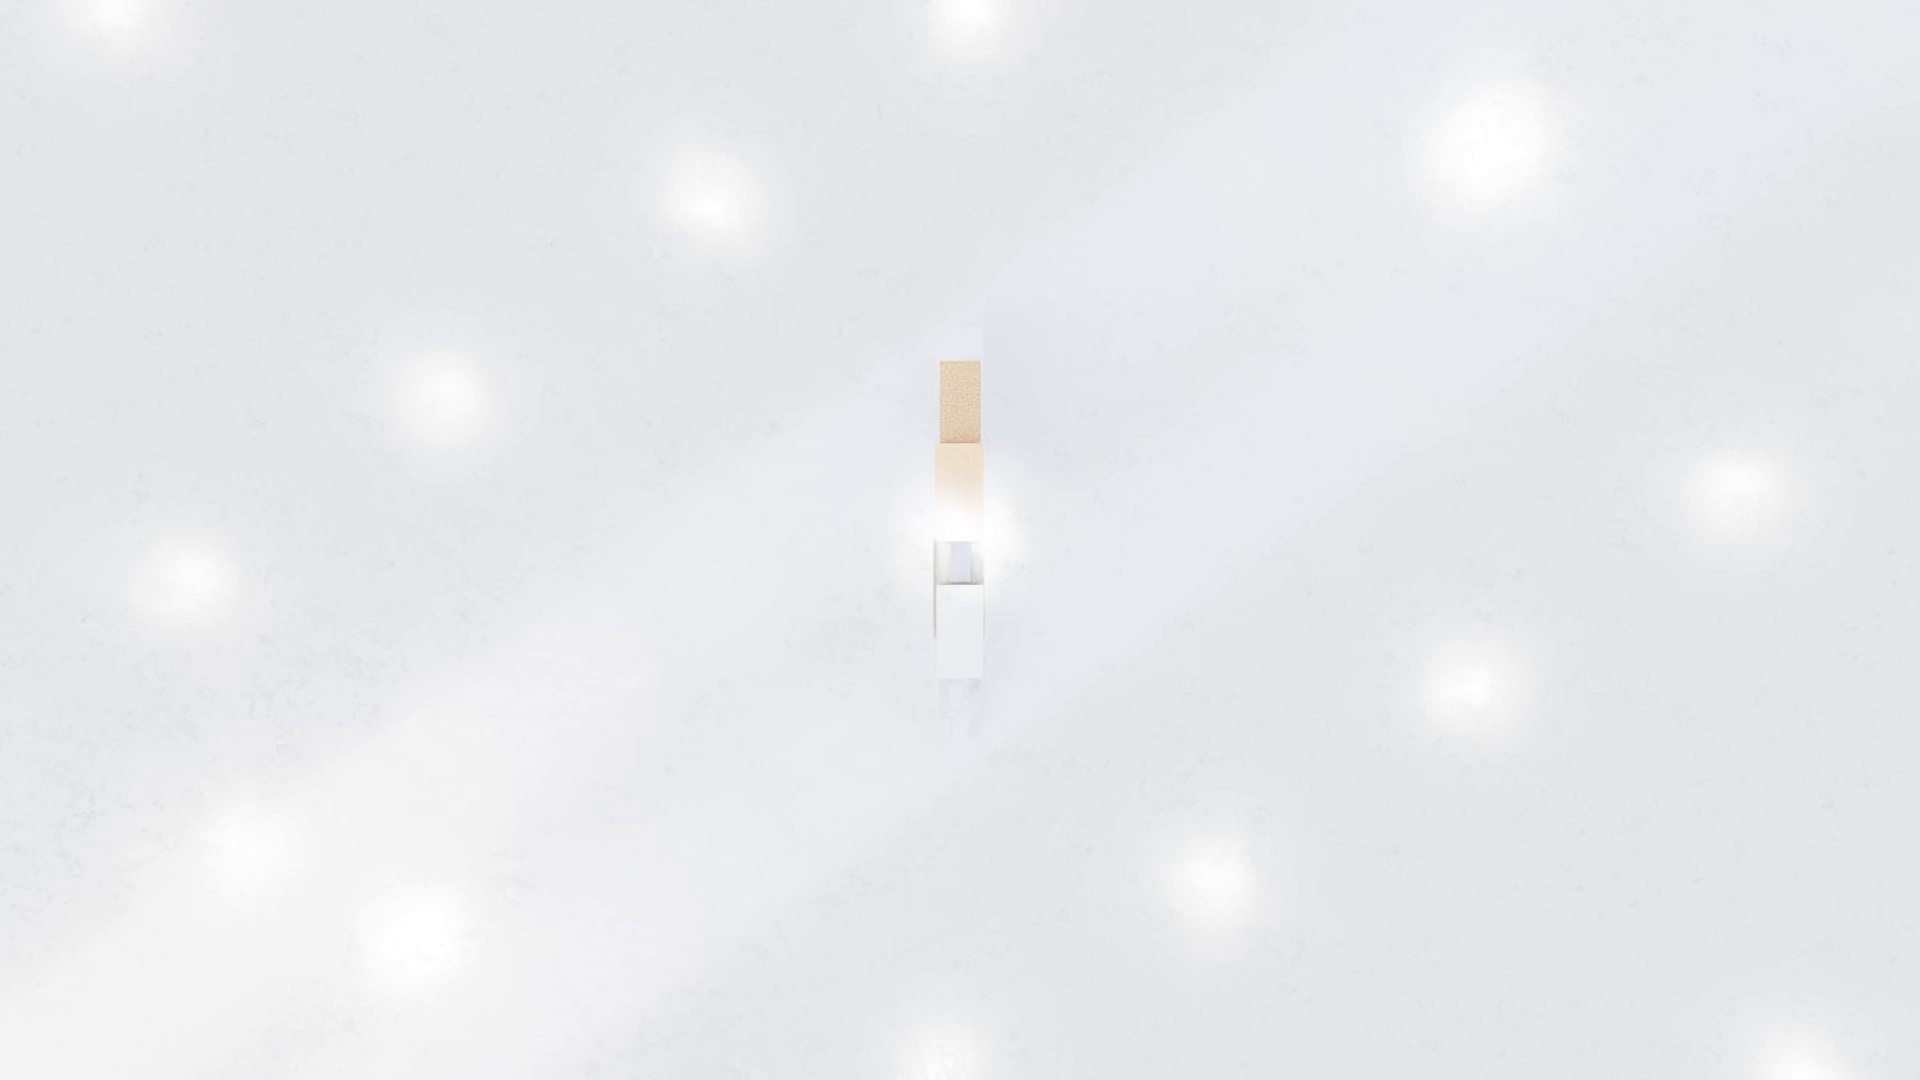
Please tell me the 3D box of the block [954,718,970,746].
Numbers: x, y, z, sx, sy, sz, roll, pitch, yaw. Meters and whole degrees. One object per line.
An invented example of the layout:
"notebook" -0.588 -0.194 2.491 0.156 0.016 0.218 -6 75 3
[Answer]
"block" 0.003 0.620 5.388 0.052 0.015 0.104 0 90 0

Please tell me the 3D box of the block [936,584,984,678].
"block" 0.000 0.268 4.839 0.136 0.039 0.273 0 90 0

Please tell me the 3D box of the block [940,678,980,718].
"block" -0.002 0.436 5.227 0.127 0.036 0.255 0 90 0

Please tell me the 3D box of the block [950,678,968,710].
"block" -0.004 0.467 5.085 0.058 0.016 0.116 0 90 0

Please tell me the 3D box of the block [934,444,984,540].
"block" -0.002 -0.140 4.801 0.141 0.040 0.283 0 90 0

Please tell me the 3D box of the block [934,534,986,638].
"block" -0.003 0.142 5.154 0.162 0.046 0.323 0 90 0

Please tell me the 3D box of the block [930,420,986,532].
"block" -0.005 -0.199 5.128 0.174 0.049 0.347 0 90 0

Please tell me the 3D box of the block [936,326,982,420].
"block" -0.003 -0.525 5.184 0.148 0.042 0.295 0 90 0

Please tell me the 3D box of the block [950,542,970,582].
"block" 0.001 0.067 5.003 0.060 0.017 0.120 0 90 0

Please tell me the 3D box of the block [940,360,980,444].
"block" 0.000 -0.406 4.847 0.120 0.034 0.239 0 90 0
